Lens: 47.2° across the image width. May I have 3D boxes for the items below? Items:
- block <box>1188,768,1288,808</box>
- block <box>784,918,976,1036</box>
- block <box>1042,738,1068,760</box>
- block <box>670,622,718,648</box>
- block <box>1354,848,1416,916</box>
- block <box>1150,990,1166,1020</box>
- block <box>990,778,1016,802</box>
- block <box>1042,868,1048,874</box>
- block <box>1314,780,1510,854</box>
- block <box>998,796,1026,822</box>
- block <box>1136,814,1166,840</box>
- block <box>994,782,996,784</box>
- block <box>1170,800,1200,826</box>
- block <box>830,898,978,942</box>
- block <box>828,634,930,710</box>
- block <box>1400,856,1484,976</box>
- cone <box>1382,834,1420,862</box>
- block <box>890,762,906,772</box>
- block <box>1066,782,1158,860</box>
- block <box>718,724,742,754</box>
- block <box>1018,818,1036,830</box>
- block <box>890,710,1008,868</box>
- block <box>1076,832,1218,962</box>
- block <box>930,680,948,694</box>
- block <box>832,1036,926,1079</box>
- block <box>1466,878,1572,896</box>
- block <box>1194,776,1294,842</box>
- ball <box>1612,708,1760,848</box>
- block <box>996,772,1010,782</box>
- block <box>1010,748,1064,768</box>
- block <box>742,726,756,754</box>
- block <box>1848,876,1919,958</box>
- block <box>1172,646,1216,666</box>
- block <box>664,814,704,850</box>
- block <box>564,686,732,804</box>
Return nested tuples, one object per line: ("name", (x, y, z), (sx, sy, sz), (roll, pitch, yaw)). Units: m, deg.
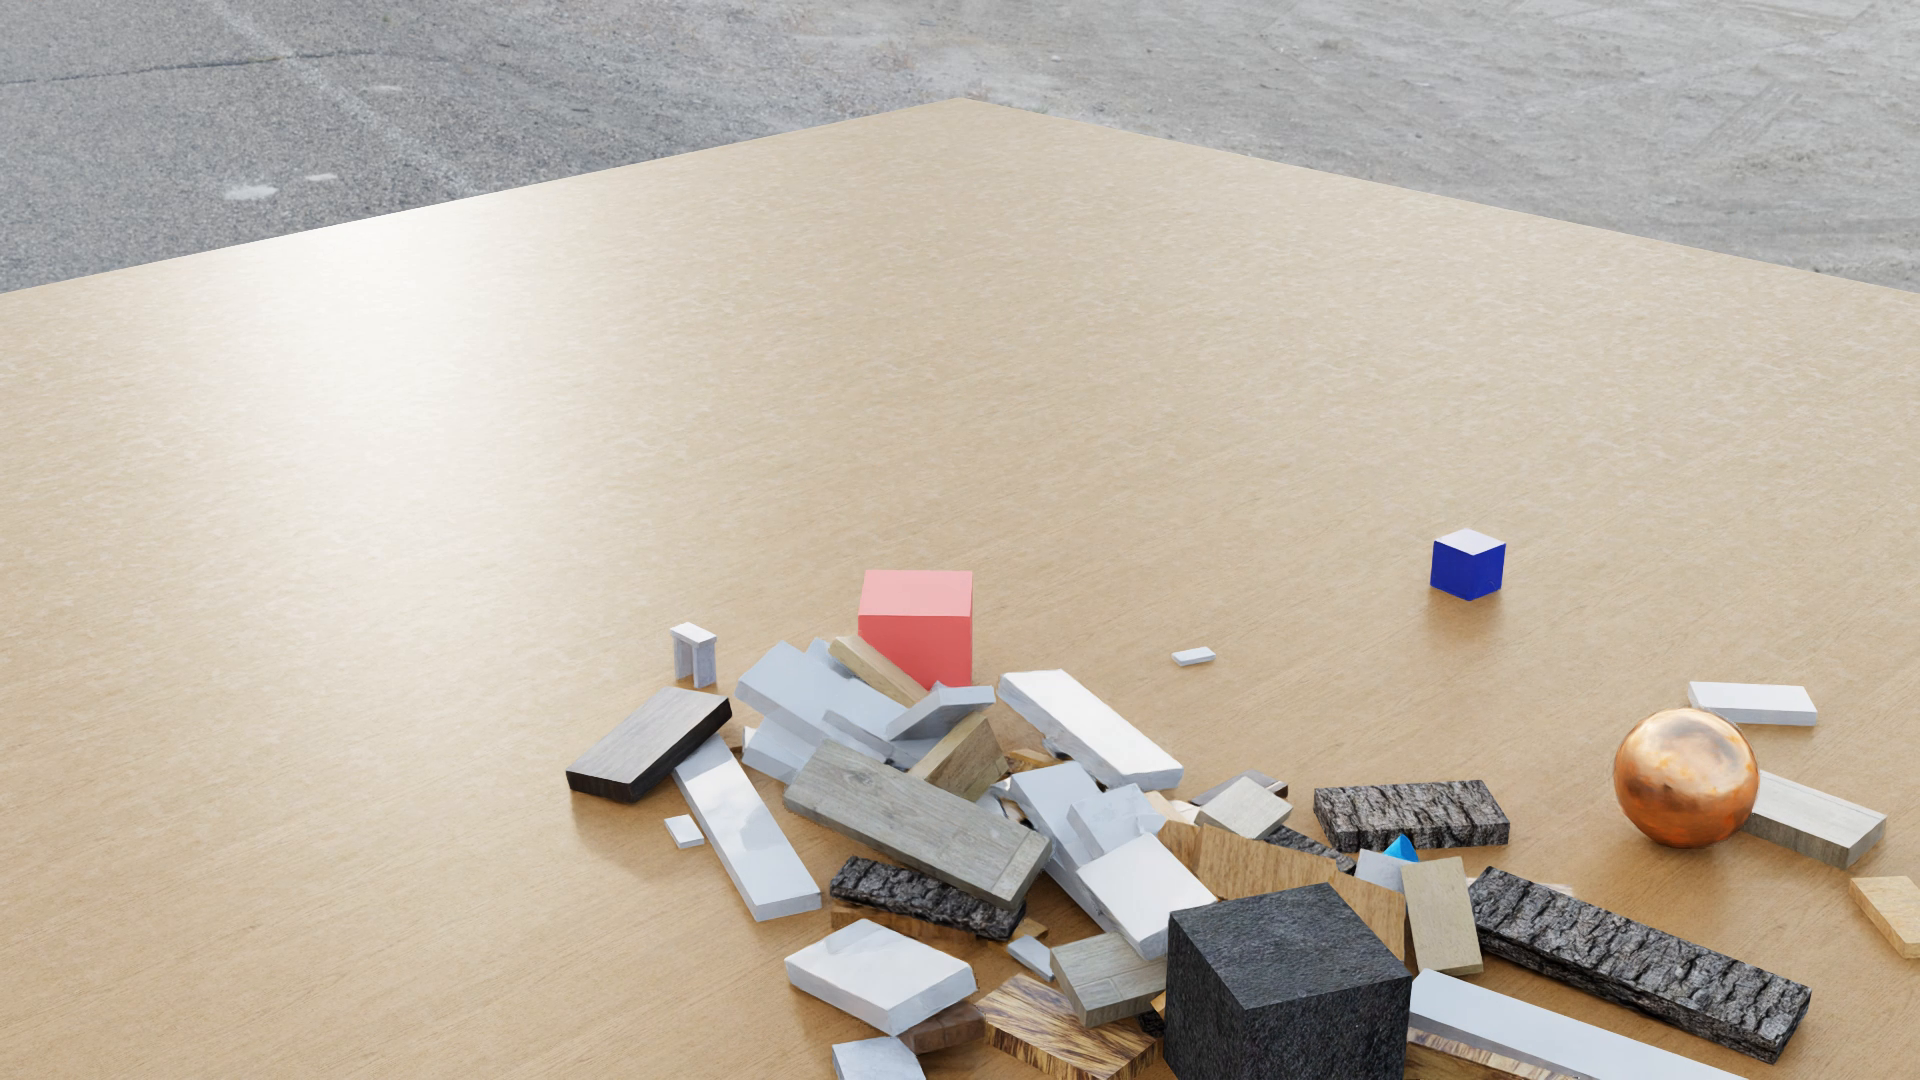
("block", (0.568, 0.527, 4.483), (0.196, 0.028, 0.098), (-20, 30, -39))
("block", (-0.141, 0.750, 3.797), (0.172, 0.049, 0.345), (-23, 18, -30))
("block", (0.243, 0.435, 4.703), (0.120, 0.017, 0.060), (-10, 33, -23))
("block", (-0.602, 0.215, 4.968), (0.104, 0.015, 0.052), (21, 31, 41))
("block", (0.827, 0.644, 4.066), (0.195, 0.098, 0.028), (15, -7, 3))
("block", (0.441, 0.755, 3.710), (0.221, 0.111, 0.031), (-37, 29, -2))
("block", (0.123, 0.486, 4.347), (0.064, 0.018, 0.129), (12, 15, 36))
("block", (0.190, 0.613, 4.281), (0.098, 0.028, 0.196), (-21, 31, -40))
("block", (0.900, 0.552, 4.396), (0.348, 0.049, 0.174), (-2, 23, -5))
("block", (0.121, 0.554, 4.353), (0.091, 0.026, 0.183), (-17, 25, -34))
("block", (0.364, 0.550, 4.031), (0.054, 0.015, 0.107), (2, 45, -25))
("block", (0.048, 0.518, 4.510), (0.080, 0.023, 0.159), (-13, 26, -29))
("block", (0.400, 0.566, 4.311), (0.124, 0.035, 0.248), (16, 16, 39))
("block", (-0.094, 0.684, 4.099), (0.269, 0.038, 0.135), (4, 23, 9))
("block", (-0.157, 0.289, 4.638), (0.242, 0.034, 0.121), (38, 12, 15))
("block", (0.867, 0.681, 3.961), (0.111, 0.031, 0.222), (-11, 48, 11))
("cone", (0.797, 0.642, 4.170), (0.135, 0.135, 0.135), (-21, 16, 21))
("block", (-0.147, 0.468, 4.628), (0.091, 0.013, 0.045), (8, 23, 36))
("block", (0.334, 0.585, 4.035), (0.146, 0.041, 0.292), (-14, 50, -29))
("block", (-0.492, 0.428, 4.733), (0.050, 0.014, 0.101), (-10, 25, -22))
("block", (0.207, 0.585, 4.235), (0.183, 0.026, 0.091), (33, 40, 31))
("block", (-0.040, 0.486, 4.281), (0.299, 0.149, 0.042), (-43, 42, -23))
("block", (0.327, 0.617, 3.824), (0.153, 0.043, 0.305), (-27, 21, -9))
("block", (-0.017, 0.389, 4.732), (0.106, 0.030, 0.212), (35, 19, -13))
("block", (-0.118, 0.902, 3.588), (0.127, 0.036, 0.255), (-6, 24, -14))
("block", (1.034, 0.680, 4.117), (0.221, 0.031, 0.111), (3, 23, 8))
("block", (0.547, 0.529, 4.236), (0.113, 0.032, 0.227), (32, 25, 21))
("ball", (1.423, 0.465, 4.313), (0.274, 0.274, 0.274), (0, 23, 0))
("block", (0.150, 0.515, 4.419), (0.091, 0.026, 0.183), (28, -3, -33))
("block", (0.171, 0.465, 4.620), (0.120, 0.017, 0.060), (15, 9, 32))
("block", (-0.438, 0.435, 4.692), (0.050, 0.014, 0.101), (23, 19, -14))
("block", (1.752, 0.697, 4.077), (0.111, 0.031, 0.221), (-2, 23, -4))
("block", (0.542, 0.270, 5.107), (0.091, 0.013, 0.045), (-9, 25, -21))
("block", (-0.549, 0.580, 4.375), (0.050, 0.014, 0.101), (-10, 25, -22))
("block", (-0.650, 0.425, 4.615), (0.172, 0.049, 0.344), (7, 31, 31))
